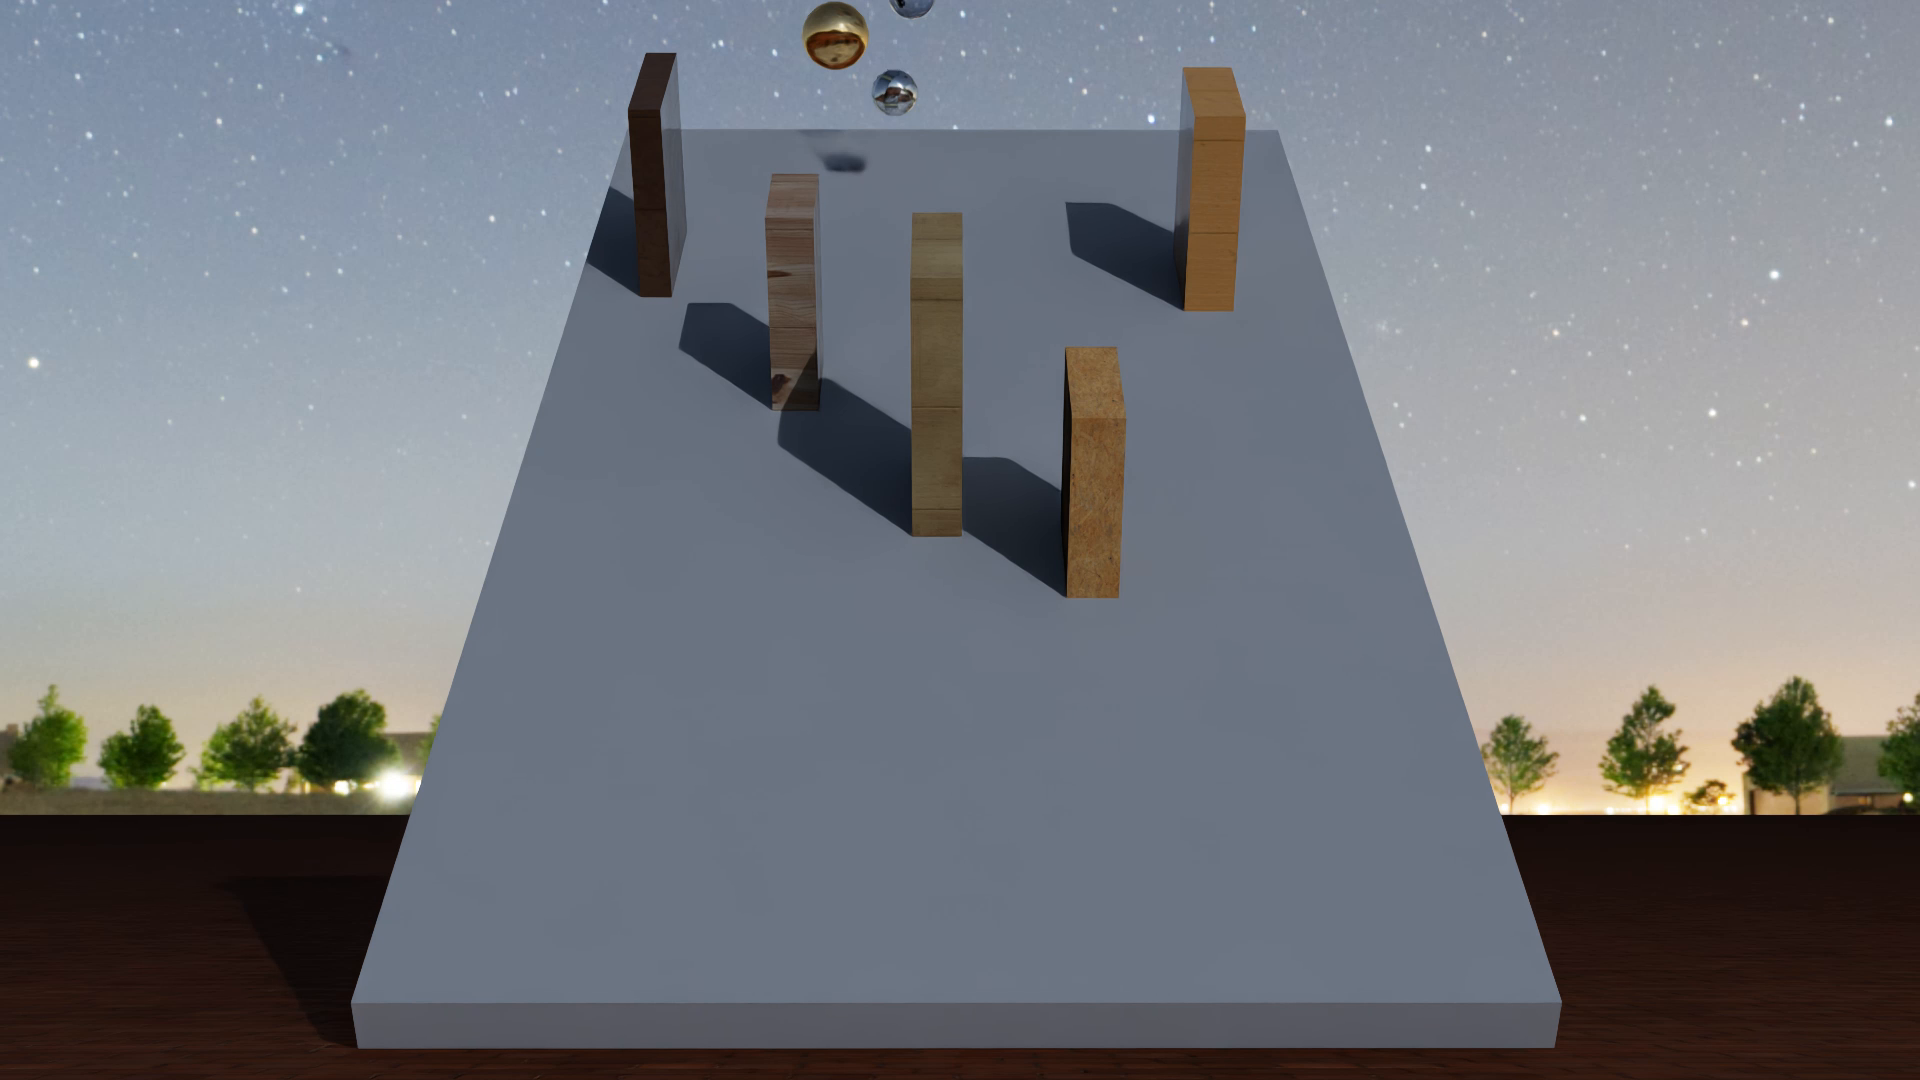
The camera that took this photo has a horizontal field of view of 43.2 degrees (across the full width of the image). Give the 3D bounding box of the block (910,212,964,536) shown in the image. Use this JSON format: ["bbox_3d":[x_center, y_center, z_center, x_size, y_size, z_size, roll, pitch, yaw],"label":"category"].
[{"bbox_3d":[-0.050,-0.362,5.304,0.109,0.619,0.345,0,30,0],"label":"block"}]

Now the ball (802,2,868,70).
[{"bbox_3d":[-0.375,-1.519,7.298,0.202,0.202,0.202,0,-6,0],"label":"ball"}]

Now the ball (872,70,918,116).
[{"bbox_3d":[-0.186,-1.270,6.882,0.131,0.131,0.131,0,-6,0],"label":"ball"}]

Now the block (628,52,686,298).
[{"bbox_3d":[-0.800,-0.973,6.437,0.082,0.519,0.433,0,30,0],"label":"block"}]

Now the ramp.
[{"bbox_3d":[-0.013,-0.206,5.749,2.000,0.100,4.000,0,30,0],"label":"ramp"}]

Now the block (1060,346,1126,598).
[{"bbox_3d":[0.279,-0.144,5.127,0.109,0.426,0.329,0,30,0],"label":"block"}]

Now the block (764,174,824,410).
[{"bbox_3d":[-0.395,-0.595,5.817,0.111,0.498,0.272,0,30,0],"label":"block"}]

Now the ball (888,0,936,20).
[{"bbox_3d":[-0.141,-1.597,7.084,0.144,0.144,0.144,0,-6,0],"label":"ball"}]

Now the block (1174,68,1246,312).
[{"bbox_3d":[0.649,-0.919,6.341,0.128,0.535,0.364,0,30,0],"label":"block"}]
